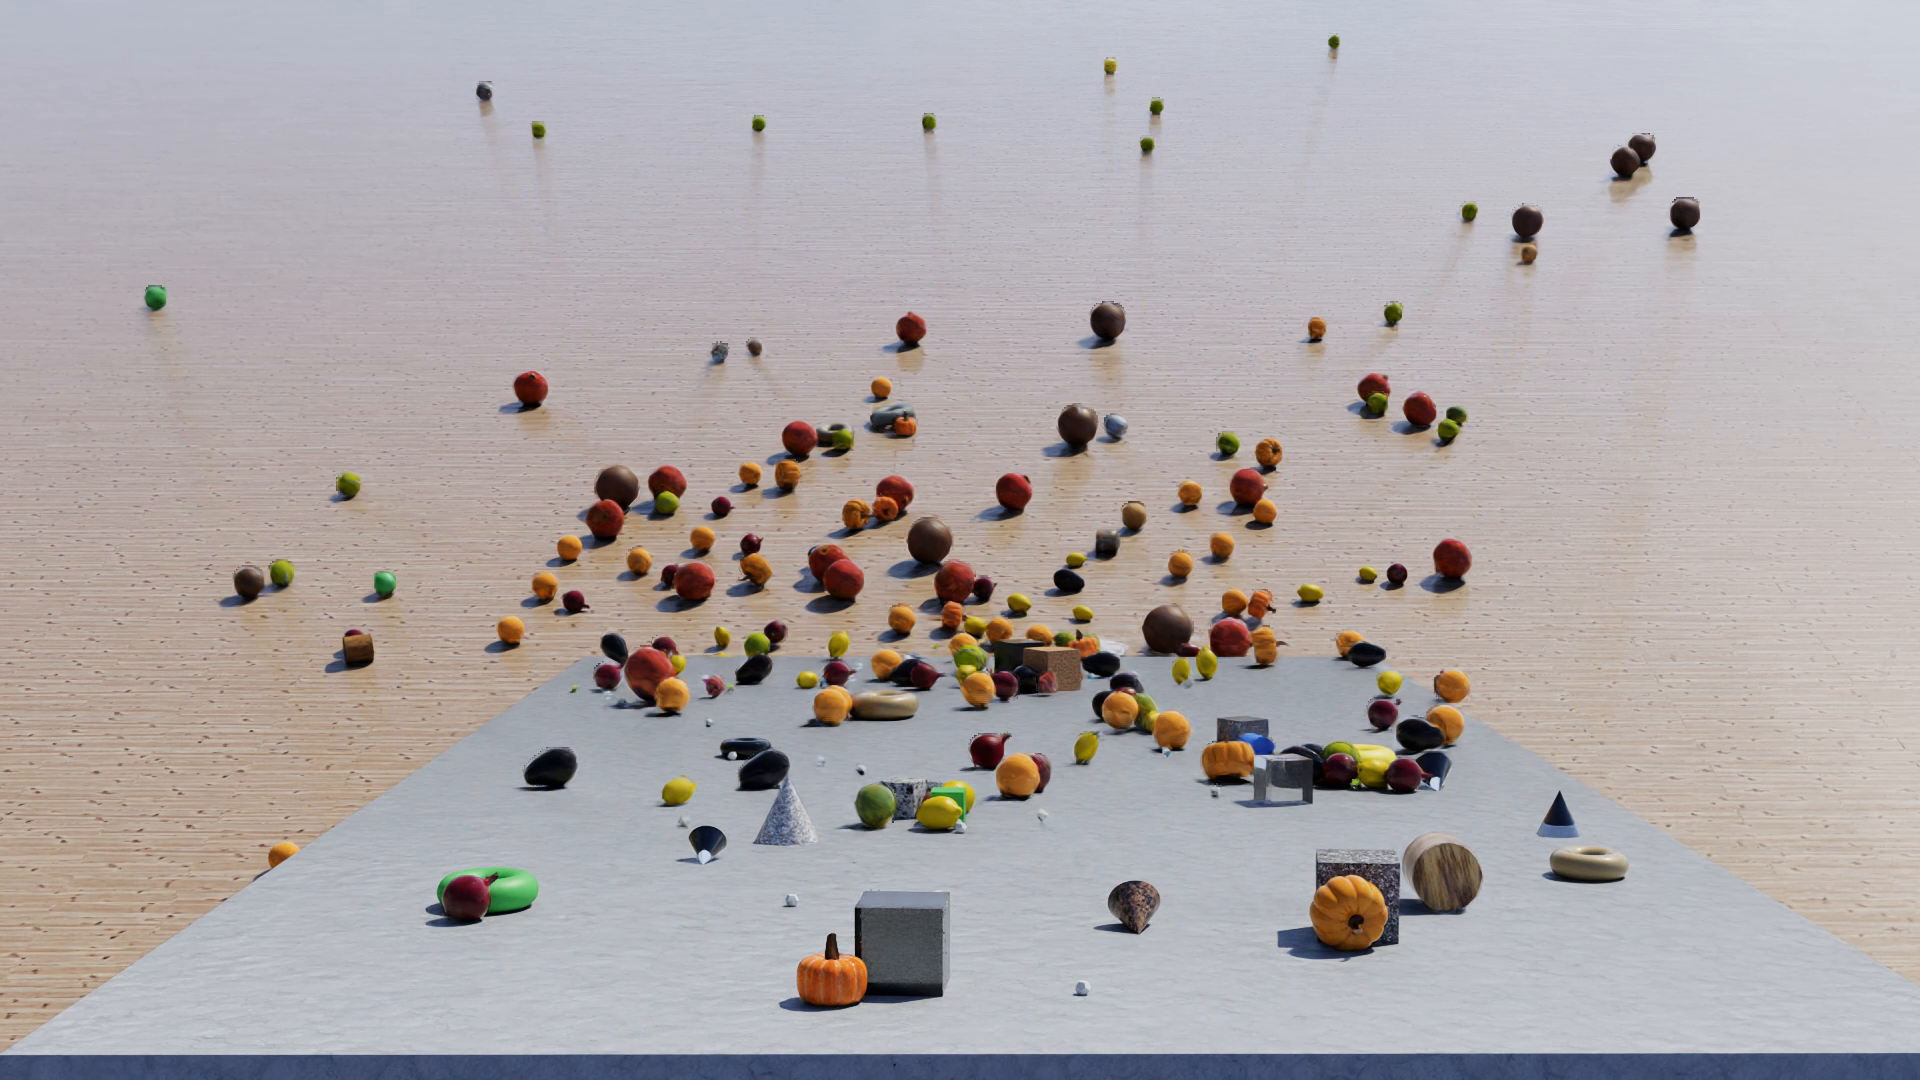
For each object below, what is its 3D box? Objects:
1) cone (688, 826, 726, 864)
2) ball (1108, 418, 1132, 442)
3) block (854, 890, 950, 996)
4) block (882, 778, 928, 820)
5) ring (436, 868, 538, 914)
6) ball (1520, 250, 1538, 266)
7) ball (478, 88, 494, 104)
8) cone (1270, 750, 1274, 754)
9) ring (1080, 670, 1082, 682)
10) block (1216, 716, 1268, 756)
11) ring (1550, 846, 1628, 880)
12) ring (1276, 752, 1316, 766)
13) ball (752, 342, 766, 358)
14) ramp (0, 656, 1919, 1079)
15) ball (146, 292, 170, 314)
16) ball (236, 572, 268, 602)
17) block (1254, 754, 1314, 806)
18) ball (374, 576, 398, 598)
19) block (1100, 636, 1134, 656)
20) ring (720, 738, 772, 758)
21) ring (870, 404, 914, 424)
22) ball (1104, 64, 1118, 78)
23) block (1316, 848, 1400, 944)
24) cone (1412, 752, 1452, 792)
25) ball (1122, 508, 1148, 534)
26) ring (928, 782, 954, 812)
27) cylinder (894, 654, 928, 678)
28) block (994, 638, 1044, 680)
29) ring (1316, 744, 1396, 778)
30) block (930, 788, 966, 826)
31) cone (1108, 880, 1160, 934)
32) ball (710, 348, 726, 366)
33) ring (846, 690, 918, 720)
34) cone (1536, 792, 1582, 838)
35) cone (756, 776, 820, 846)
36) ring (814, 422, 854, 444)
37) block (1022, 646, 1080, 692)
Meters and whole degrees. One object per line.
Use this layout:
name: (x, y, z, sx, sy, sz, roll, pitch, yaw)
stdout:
cone: (-0.357, 0.438, 3.597, 0.055, 0.055, 0.055, 1, 30, 2)
ball: (0.519, -0.358, 8.349, 0.073, 0.073, 0.073, 0, 21, 0)
block: (-0.063, 0.443, 2.825, 0.096, 0.096, 0.096, 0, 3, 5)
block: (-0.087, 0.401, 4.000, 0.055, 0.055, 0.055, 1, 3, 21)
ring: (-0.602, 0.447, 3.276, 0.128, 0.043, 0.128, -1, 4, 0)
ball: (2.284, -1.130, 10.324, 0.066, 0.066, 0.066, 0, 21, 0)
ball: (-2.443, -2.292, 13.255, 0.086, 0.086, 0.086, 0, 21, 0)
cone: (0.531, 0.382, 4.374, 0.054, 0.054, 0.054, 0, 3, 0)
ring: (0.237, 0.313, 5.903, 0.093, 0.031, 0.093, -2, 3, 0)
block: (0.516, 0.359, 4.694, 0.066, 0.066, 0.066, -2, 4, -34)
ring: (0.853, 0.438, 3.484, 0.105, 0.035, 0.105, 0, 4, 0)
ring: (0.573, 0.389, 4.473, 0.092, 0.031, 0.092, -1, 3, 0)
ball: (-0.720, -0.680, 9.195, 0.054, 0.054, 0.054, 0, 21, 0)
ramp: (0.050, 0.451, 4.532, 2.000, 0.100, 4.000, 0, 3, 0)
ball: (-3.027, -0.893, 9.700, 0.082, 0.082, 0.082, 0, 21, 0)
ball: (-1.954, 0.131, 7.090, 0.084, 0.084, 0.084, 0, 21, 0)
block: (0.520, 0.385, 4.134, 0.072, 0.072, 0.072, -1, 3, -16)
ball: (-1.589, 0.130, 7.120, 0.063, 0.063, 0.063, 0, 21, 0)
block: (0.400, 0.303, 6.639, 0.070, 0.070, 0.070, 28, 25, 3)
ring: (-0.390, 0.378, 4.675, 0.094, 0.031, 0.094, -1, 2, 0)
ring: (-0.227, -0.420, 8.509, 0.149, 0.050, 0.149, -10, 5, 1)
ball: (0.814, -2.540, 13.902, 0.075, 0.075, 0.075, 0, 21, 0)
block: (0.478, 0.428, 3.097, 0.096, 0.096, 0.096, 0, 3, 7)
cone: (0.790, 0.399, 4.274, 0.067, 0.067, 0.067, 0, 30, -1)
ball: (0.515, -0.053, 7.569, 0.077, 0.077, 0.077, 0, 21, 0)
ring: (-0.058, 0.407, 4.078, 0.109, 0.036, 0.109, -1, 4, 0)
cylinder: (-0.114, 0.295, 6.001, 0.057, 0.057, 0.057, 14, 7, 32)
block: (0.140, 0.279, 6.011, 0.086, 0.086, 0.086, -2, 3, -27)
ring: (0.686, 0.382, 4.448, 0.137, 0.046, 0.137, -1, 2, 0)
block: (-0.018, 0.407, 3.929, 0.051, 0.051, 0.051, 0, 3, 4)
cone: (0.214, 0.460, 3.128, 0.065, 0.065, 0.065, -1, 30, -2)
ball: (-0.857, -0.650, 9.108, 0.062, 0.062, 0.062, 0, 21, 0)
ring: (-0.159, 0.338, 5.266, 0.148, 0.049, 0.148, -1, 4, 0)
cone: (0.891, 0.404, 3.819, 0.067, 0.067, 0.067, 0, 3, 0)
cone: (-0.253, 0.393, 3.773, 0.096, 0.096, 0.096, 0, 3, 0)
ring: (-0.408, -0.348, 8.365, 0.130, 0.043, 0.130, 0, 23, 0)
block: (0.206, 0.289, 5.764, 0.092, 0.092, 0.092, -2, 4, -35)
